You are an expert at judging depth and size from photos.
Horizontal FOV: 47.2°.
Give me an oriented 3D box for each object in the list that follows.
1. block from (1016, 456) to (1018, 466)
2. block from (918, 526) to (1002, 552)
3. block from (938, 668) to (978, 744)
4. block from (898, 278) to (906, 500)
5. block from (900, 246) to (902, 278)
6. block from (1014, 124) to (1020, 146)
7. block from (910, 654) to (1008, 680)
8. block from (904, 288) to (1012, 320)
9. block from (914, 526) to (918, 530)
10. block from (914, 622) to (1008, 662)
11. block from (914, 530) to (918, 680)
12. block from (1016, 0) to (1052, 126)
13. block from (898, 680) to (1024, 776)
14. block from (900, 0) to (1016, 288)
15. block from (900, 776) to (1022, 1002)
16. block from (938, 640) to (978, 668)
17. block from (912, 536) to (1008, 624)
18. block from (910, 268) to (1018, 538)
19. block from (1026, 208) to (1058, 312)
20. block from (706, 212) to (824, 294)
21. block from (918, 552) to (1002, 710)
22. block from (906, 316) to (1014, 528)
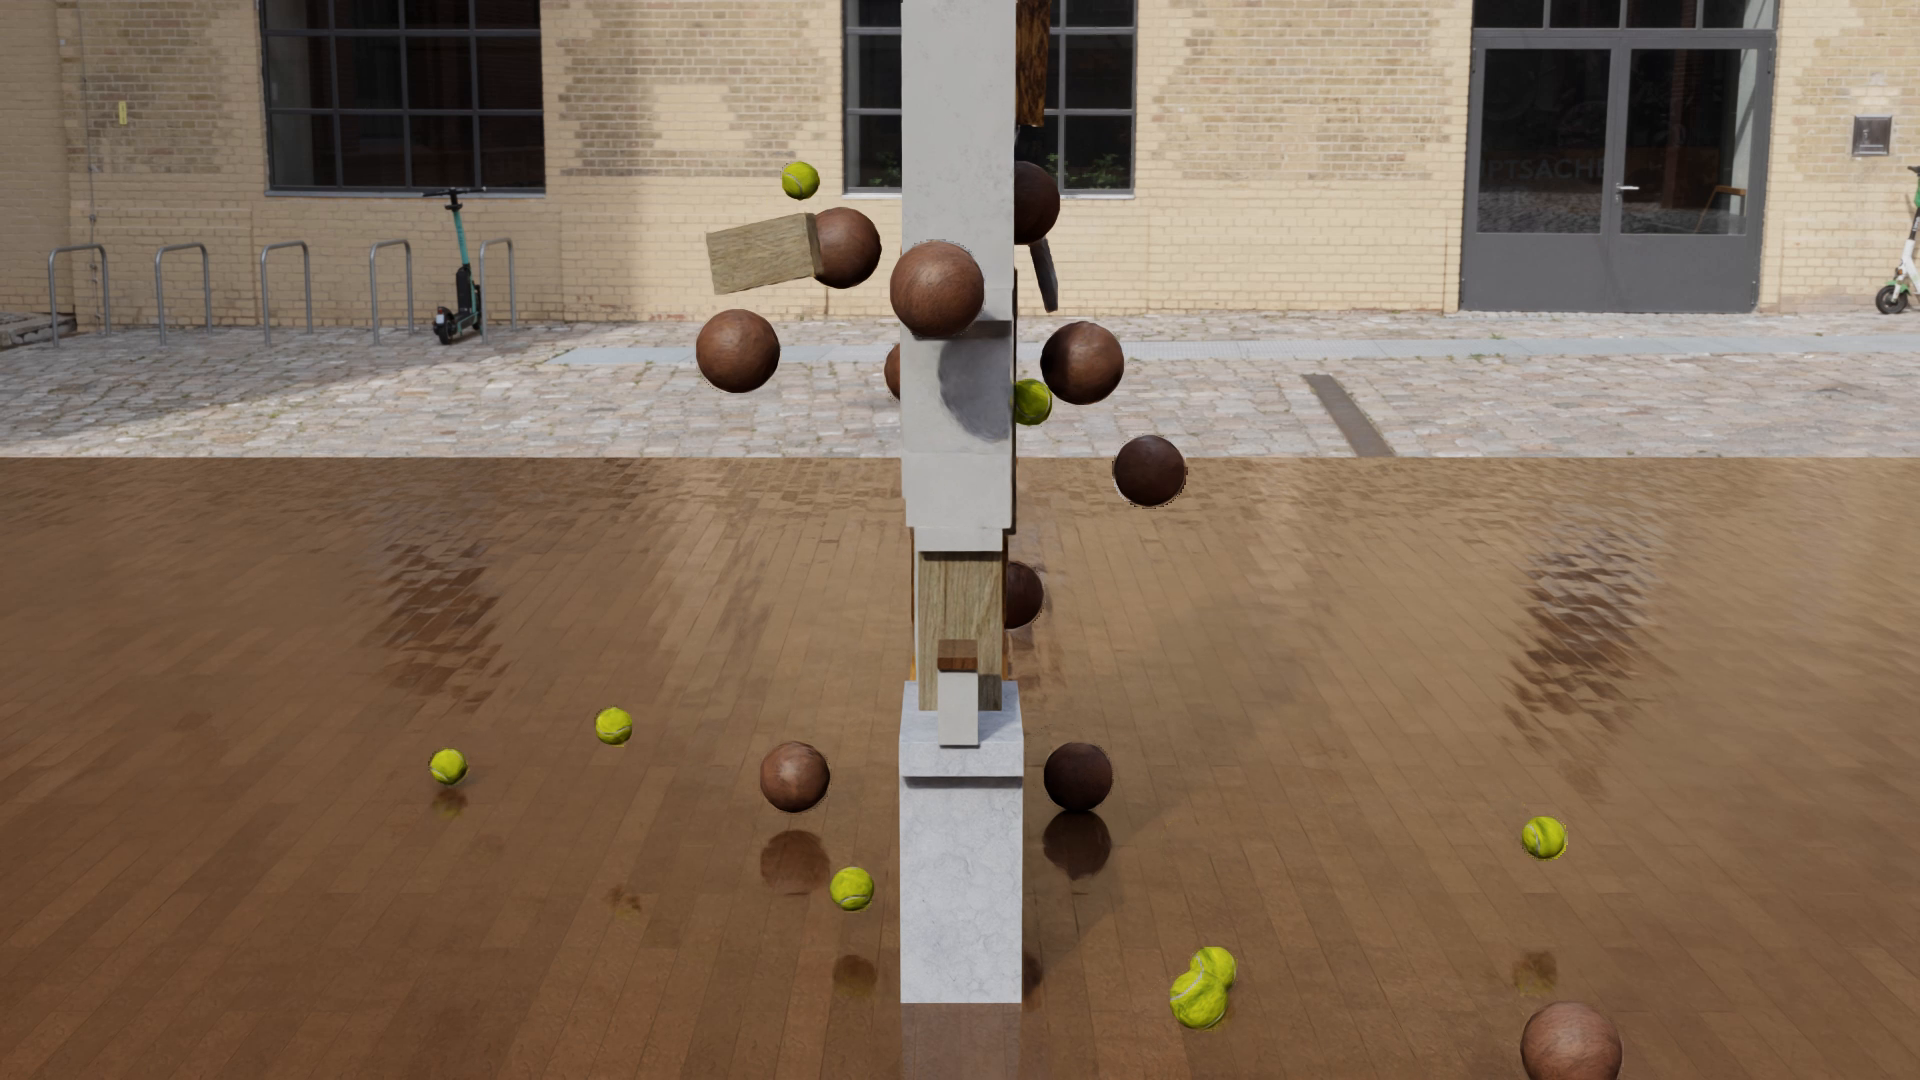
[{"bbox_3d":[0.044,-0.141,3.851,0.105,0.015,0.053,5,6,13],"label":"block"},{"bbox_3d":[0.001,-0.024,3.320,0.123,0.035,0.247,0,11,0],"label":"block"},{"bbox_3d":[-0.003,0.231,3.088,0.056,0.113,0.016,0,11,0],"label":"block"},{"bbox_3d":[-0.006,-0.242,3.492,0.175,0.351,0.050,0,11,1],"label":"block"},{"bbox_3d":[-0.002,-0.460,3.563,0.175,0.050,0.351,0,10,1],"label":"block"},{"bbox_3d":[0.017,-0.840,3.690,0.172,0.344,0.049,1,18,-4],"label":"block"},{"bbox_3d":[-0.002,0.248,3.623,0.161,0.046,0.322,0,10,0],"label":"block"},{"bbox_3d":[0.000,-0.360,3.248,0.152,0.043,0.304,0,11,1],"label":"block"},{"bbox_3d":[-0.004,-0.060,3.576,0.134,0.038,0.268,0,11,1],"label":"block"},{"bbox_3d":[0.001,0.192,3.943,0.159,0.045,0.319,0,11,0],"label":"block"},{"bbox_3d":[-0.005,0.106,3.520,0.134,0.268,0.038,0,11,0],"label":"block"},{"bbox_3d":[0.052,-0.774,3.237,0.158,0.316,0.045,3,10,-4],"label":"block"},{"bbox_3d":[0.002,0.278,3.281,0.176,0.050,0.353,0,11,0],"label":"block"},{"bbox_3d":[-0.002,-0.625,3.067,0.158,0.543,0.045,0,13,1],"label":"block"},{"bbox_3d":[0.002,0.497,3.202,0.176,0.353,0.050,0,11,0],"label":"block"},{"bbox_3d":[-0.003,0.161,3.112,0.056,0.016,0.112,0,10,0],"label":"block"},{"bbox_3d":[0.003,-0.445,3.869,0.172,1.237,0.049,-1,17,-4],"label":"block"},{"bbox_3d":[0.005,-0.232,3.721,0.175,0.454,0.050,-2,13,-9],"label":"block"},{"bbox_3d":[0.140,-0.473,3.733,0.023,0.159,0.080,-9,45,9],"label":"block"},{"bbox_3d":[-0.300,-0.438,3.365,0.189,0.094,0.027,-7,3,31],"label":"block"},{"bbox_3d":[0.000,0.130,3.266,0.123,0.247,0.035,0,11,0],"label":"block"},{"bbox_3d":[-0.001,-0.172,3.188,0.152,0.304,0.043,1,11,6],"label":"block"}]
